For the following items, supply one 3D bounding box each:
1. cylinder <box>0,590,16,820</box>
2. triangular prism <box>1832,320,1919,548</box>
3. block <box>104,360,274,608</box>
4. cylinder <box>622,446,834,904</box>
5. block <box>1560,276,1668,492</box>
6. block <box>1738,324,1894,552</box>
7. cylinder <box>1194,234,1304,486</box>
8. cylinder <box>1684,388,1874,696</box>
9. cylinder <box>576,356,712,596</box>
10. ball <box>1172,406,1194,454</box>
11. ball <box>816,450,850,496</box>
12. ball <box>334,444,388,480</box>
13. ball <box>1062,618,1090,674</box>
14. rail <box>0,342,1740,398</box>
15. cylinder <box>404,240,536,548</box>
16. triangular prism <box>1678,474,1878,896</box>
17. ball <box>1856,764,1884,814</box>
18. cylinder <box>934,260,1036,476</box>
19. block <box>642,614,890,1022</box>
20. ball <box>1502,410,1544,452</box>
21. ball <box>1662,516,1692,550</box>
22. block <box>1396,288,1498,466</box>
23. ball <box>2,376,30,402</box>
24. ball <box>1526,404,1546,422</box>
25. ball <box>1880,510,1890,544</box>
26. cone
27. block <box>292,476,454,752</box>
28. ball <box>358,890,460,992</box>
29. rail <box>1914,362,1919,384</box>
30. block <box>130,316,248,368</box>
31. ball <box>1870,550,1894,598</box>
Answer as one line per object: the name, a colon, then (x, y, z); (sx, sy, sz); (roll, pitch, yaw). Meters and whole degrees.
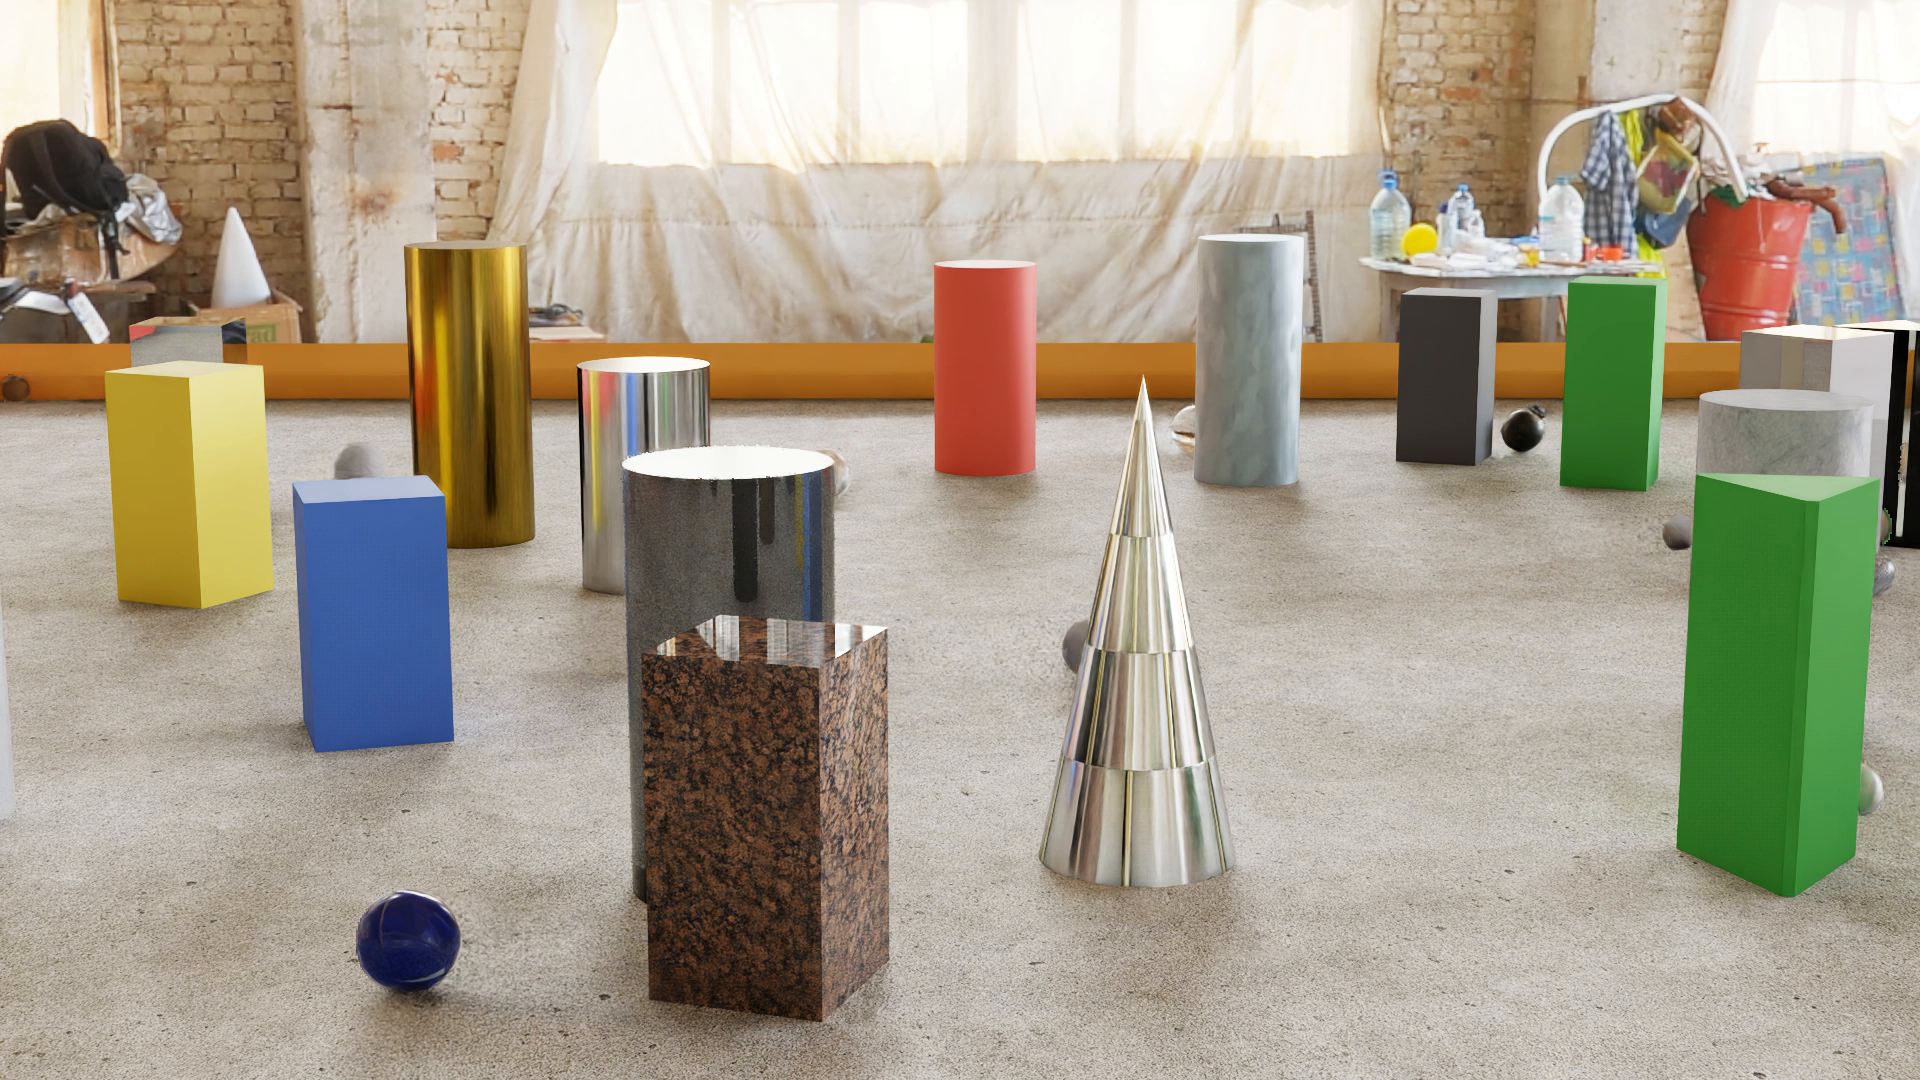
cylinder: (-1.020, 0.106, 2.477); (0.183, 0.330, 0.183); (0, 11, 0)
triangular prism: (1.423, -0.166, 3.932); (0.158, 0.330, 0.137); (6, 12, 29)
block: (-1.054, -0.079, 3.514); (0.146, 0.313, 0.146); (5, 12, 25)
cylinder: (-0.201, 0.120, 2.262); (0.183, 0.382, 0.183); (0, 11, 0)
block: (1.133, -0.274, 4.447); (0.146, 0.352, 0.146); (4, 11, 22)
block: (1.204, -0.120, 3.635); (0.146, 0.349, 0.146); (-8, 13, -37)
cylinder: (0.504, -0.316, 4.481); (0.183, 0.422, 0.183); (0, 11, 0)
cylinder: (0.907, 0.022, 2.851); (0.183, 0.359, 0.183); (0, 11, 0)
cylinder: (-0.439, -0.091, 3.588); (0.183, 0.310, 0.183); (0, 11, 0)
ball: (0.440, -0.206, 4.796); (0.090, 0.090, 0.090); (0, 11, 0)
ball: (-0.226, -0.111, 4.310); (0.083, 0.083, 0.083); (0, 11, 0)
ball: (-1.012, -0.118, 4.328); (0.089, 0.089, 0.089); (0, 11, 0)
ball: (0.158, 0.129, 3.056); (0.073, 0.073, 0.073); (0, 11, 0)
rail: (-0.012, -0.364, 5.557); (4.240, 0.119, 0.045); (0, 11, 0)
cylinder: (-0.747, -0.225, 3.918); (0.183, 0.450, 0.183); (0, 11, 0)
triangular prism: (0.726, 0.121, 2.331); (0.137, 0.354, 0.158); (8, 13, 38)
ball: (0.875, 0.243, 2.506); (0.050, 0.050, 0.050); (0, 11, 0)
cylinder: (0.045, -0.311, 4.601); (0.183, 0.368, 0.183); (0, 11, 0)
block: (-0.151, 0.215, 2.033); (0.146, 0.279, 0.146); (4, 11, 19)
ball: (1.057, -0.205, 4.821); (0.078, 0.078, 0.078); (0, 11, 0)
ball: (1.082, -0.010, 3.856); (0.051, 0.051, 0.051); (0, 11, 0)
block: (0.897, -0.303, 4.724); (0.146, 0.307, 0.146); (5, 12, 23)
ball: (-2.029, -0.324, 5.514); (0.058, 0.058, 0.058); (0, 11, 0)
ball: (1.160, -0.252, 5.174); (0.042, 0.042, 0.042); (0, 11, 0)
ball: (1.362, -0.020, 3.859); (0.070, 0.070, 0.070); (0, 11, 0)
cone: (0.164, 0.073, 2.336); (0.183, 0.448, 0.183); (0, 11, 0)
block: (-0.641, 0.077, 2.798); (0.146, 0.269, 0.146); (-4, 11, -19)
ball: (-0.436, 0.318, 2.030); (0.080, 0.080, 0.080); (0, 11, 0)
rail: (2.096, 0.028, 3.462); (0.045, 0.119, 4.335); (0, 11, 0)
block: (-1.251, -0.203, 4.186); (0.146, 0.309, 0.146); (0, 11, -1)
ball: (1.247, 0.046, 3.518); (0.065, 0.065, 0.065); (0, 11, 0)
